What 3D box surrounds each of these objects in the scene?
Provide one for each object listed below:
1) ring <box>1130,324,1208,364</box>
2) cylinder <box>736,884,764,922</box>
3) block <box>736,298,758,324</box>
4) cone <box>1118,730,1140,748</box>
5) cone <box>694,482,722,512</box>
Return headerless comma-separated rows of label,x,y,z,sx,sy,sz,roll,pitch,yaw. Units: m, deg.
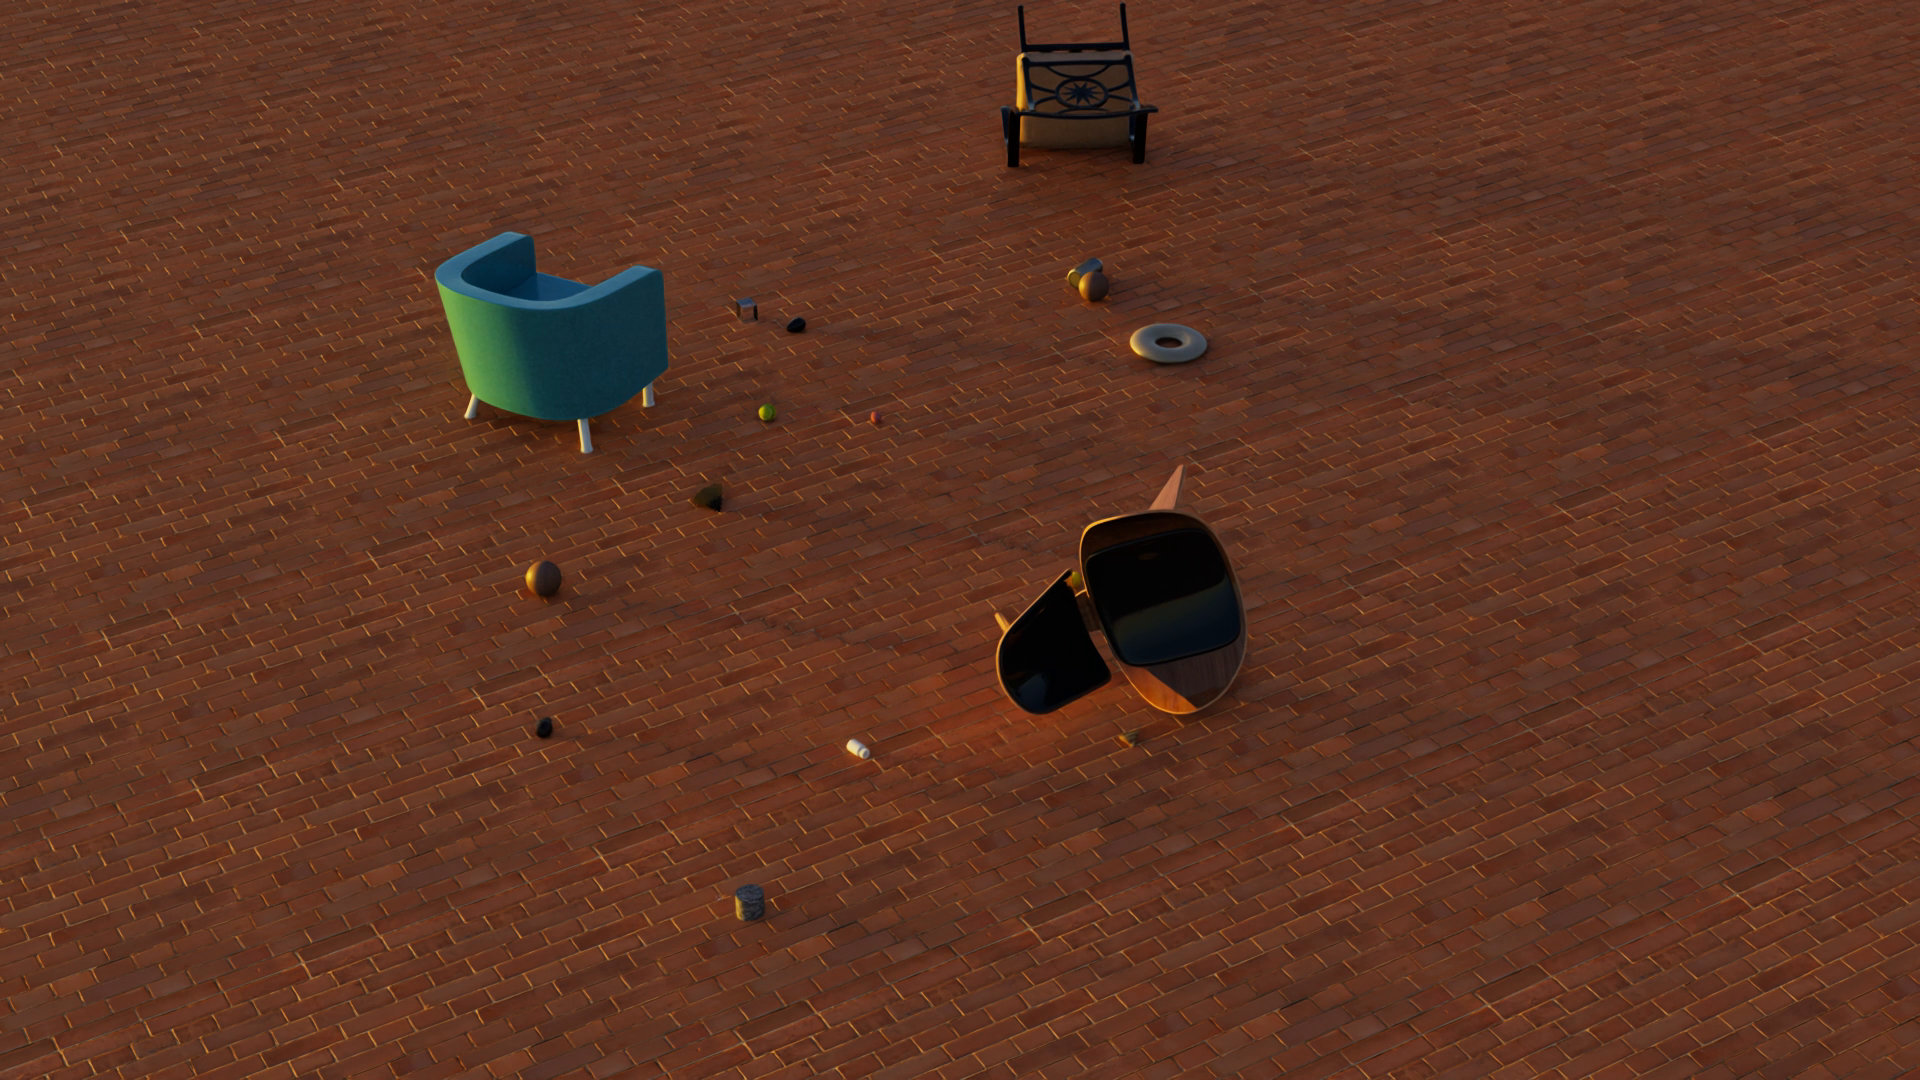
ring,0.864,-0.815,12.140,0.322,0.045,0.315,12,35,16
cylinder,-0.655,1.132,9.152,0.090,0.082,0.080,-14,36,-20
block,-0.897,-0.964,12.337,0.064,0.077,0.072,-15,36,-22
cone,0.577,0.677,9.889,0.076,0.084,0.047,-15,78,-9
cone,-0.932,-0.143,11.118,0.128,0.109,0.094,-27,72,-21
